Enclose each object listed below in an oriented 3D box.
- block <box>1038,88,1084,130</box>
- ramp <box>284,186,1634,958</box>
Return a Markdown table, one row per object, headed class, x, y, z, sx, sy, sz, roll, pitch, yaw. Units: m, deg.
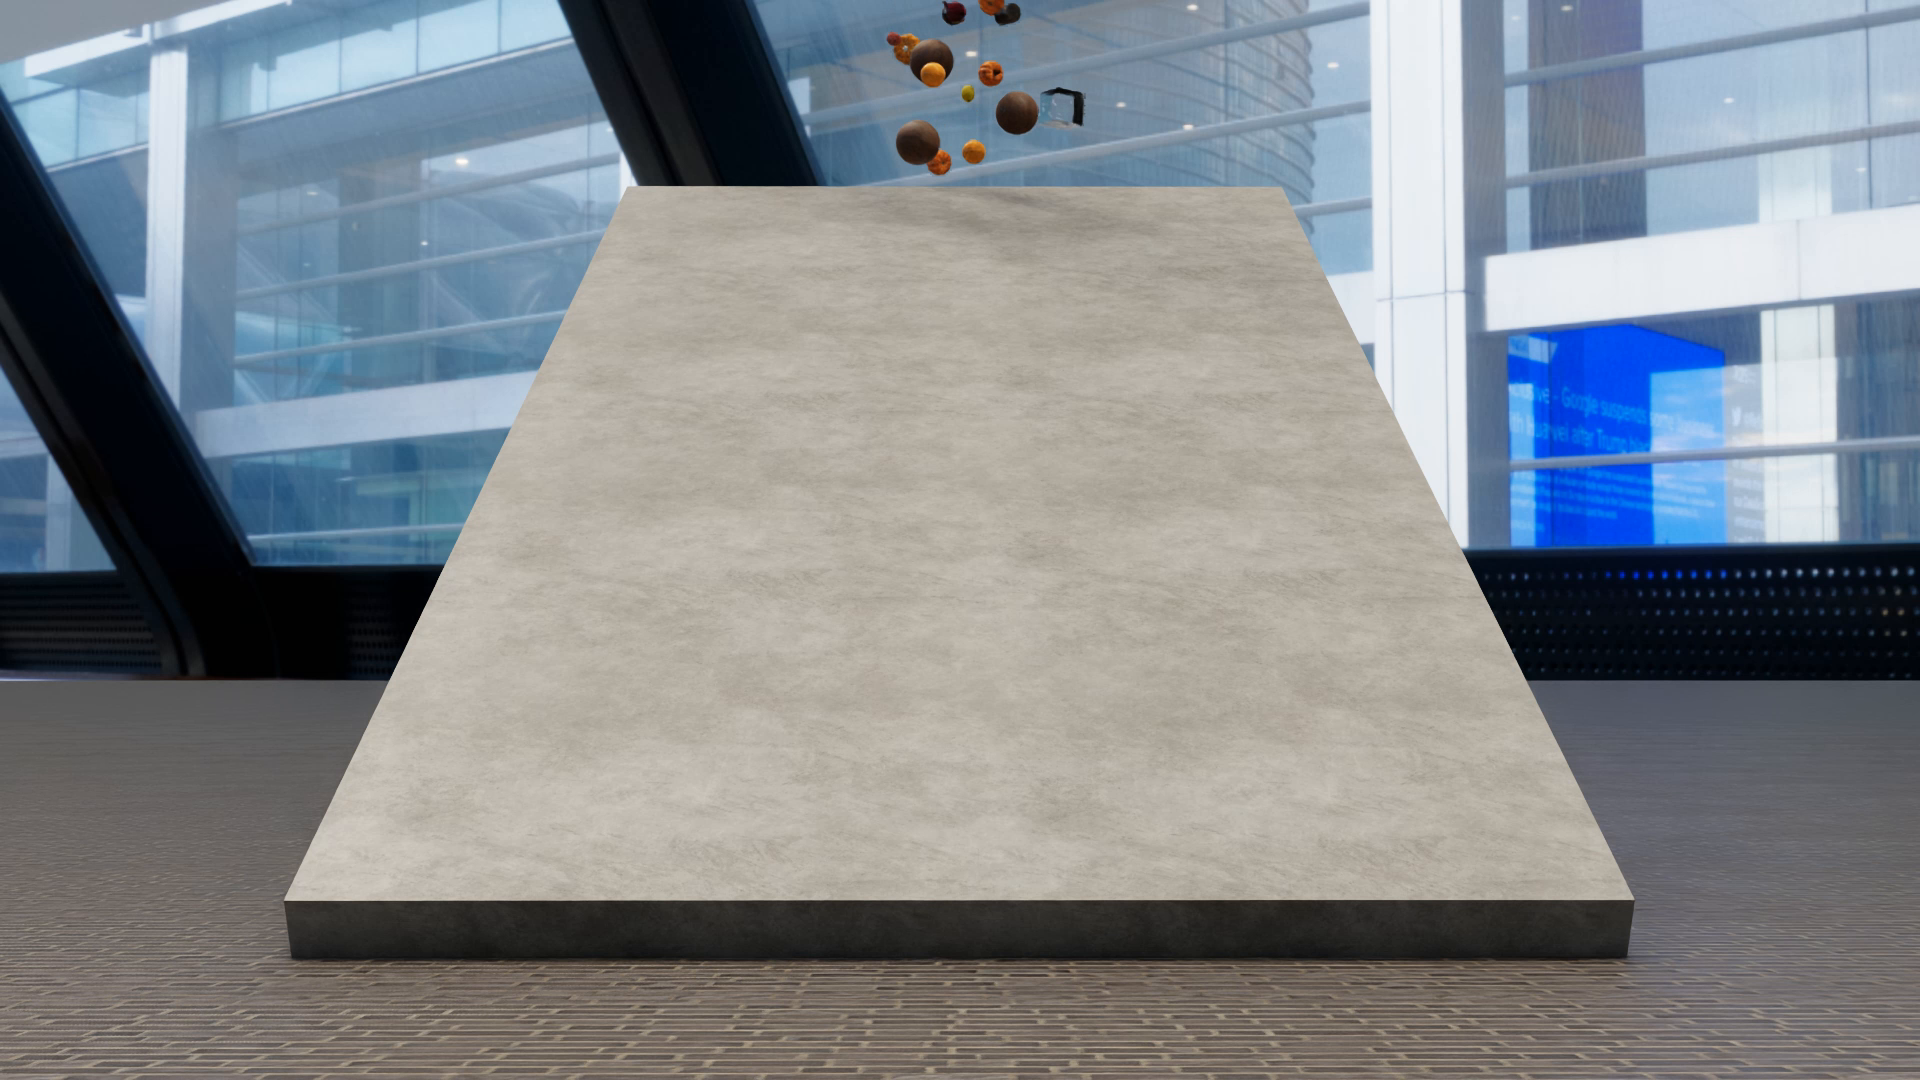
| class | x | y | z | sx | sy | sz | roll | pitch | yaw |
| --- | --- | --- | --- | --- | --- | --- | --- | --- | --- |
| block | 0.299 | -1.269 | 6.843 | 0.095 | 0.095 | 0.095 | 6 | -3 | -30 |
| ramp | -0.008 | -0.228 | 5.289 | 2.000 | 0.100 | 4.000 | 0 | 24 | 0 |
